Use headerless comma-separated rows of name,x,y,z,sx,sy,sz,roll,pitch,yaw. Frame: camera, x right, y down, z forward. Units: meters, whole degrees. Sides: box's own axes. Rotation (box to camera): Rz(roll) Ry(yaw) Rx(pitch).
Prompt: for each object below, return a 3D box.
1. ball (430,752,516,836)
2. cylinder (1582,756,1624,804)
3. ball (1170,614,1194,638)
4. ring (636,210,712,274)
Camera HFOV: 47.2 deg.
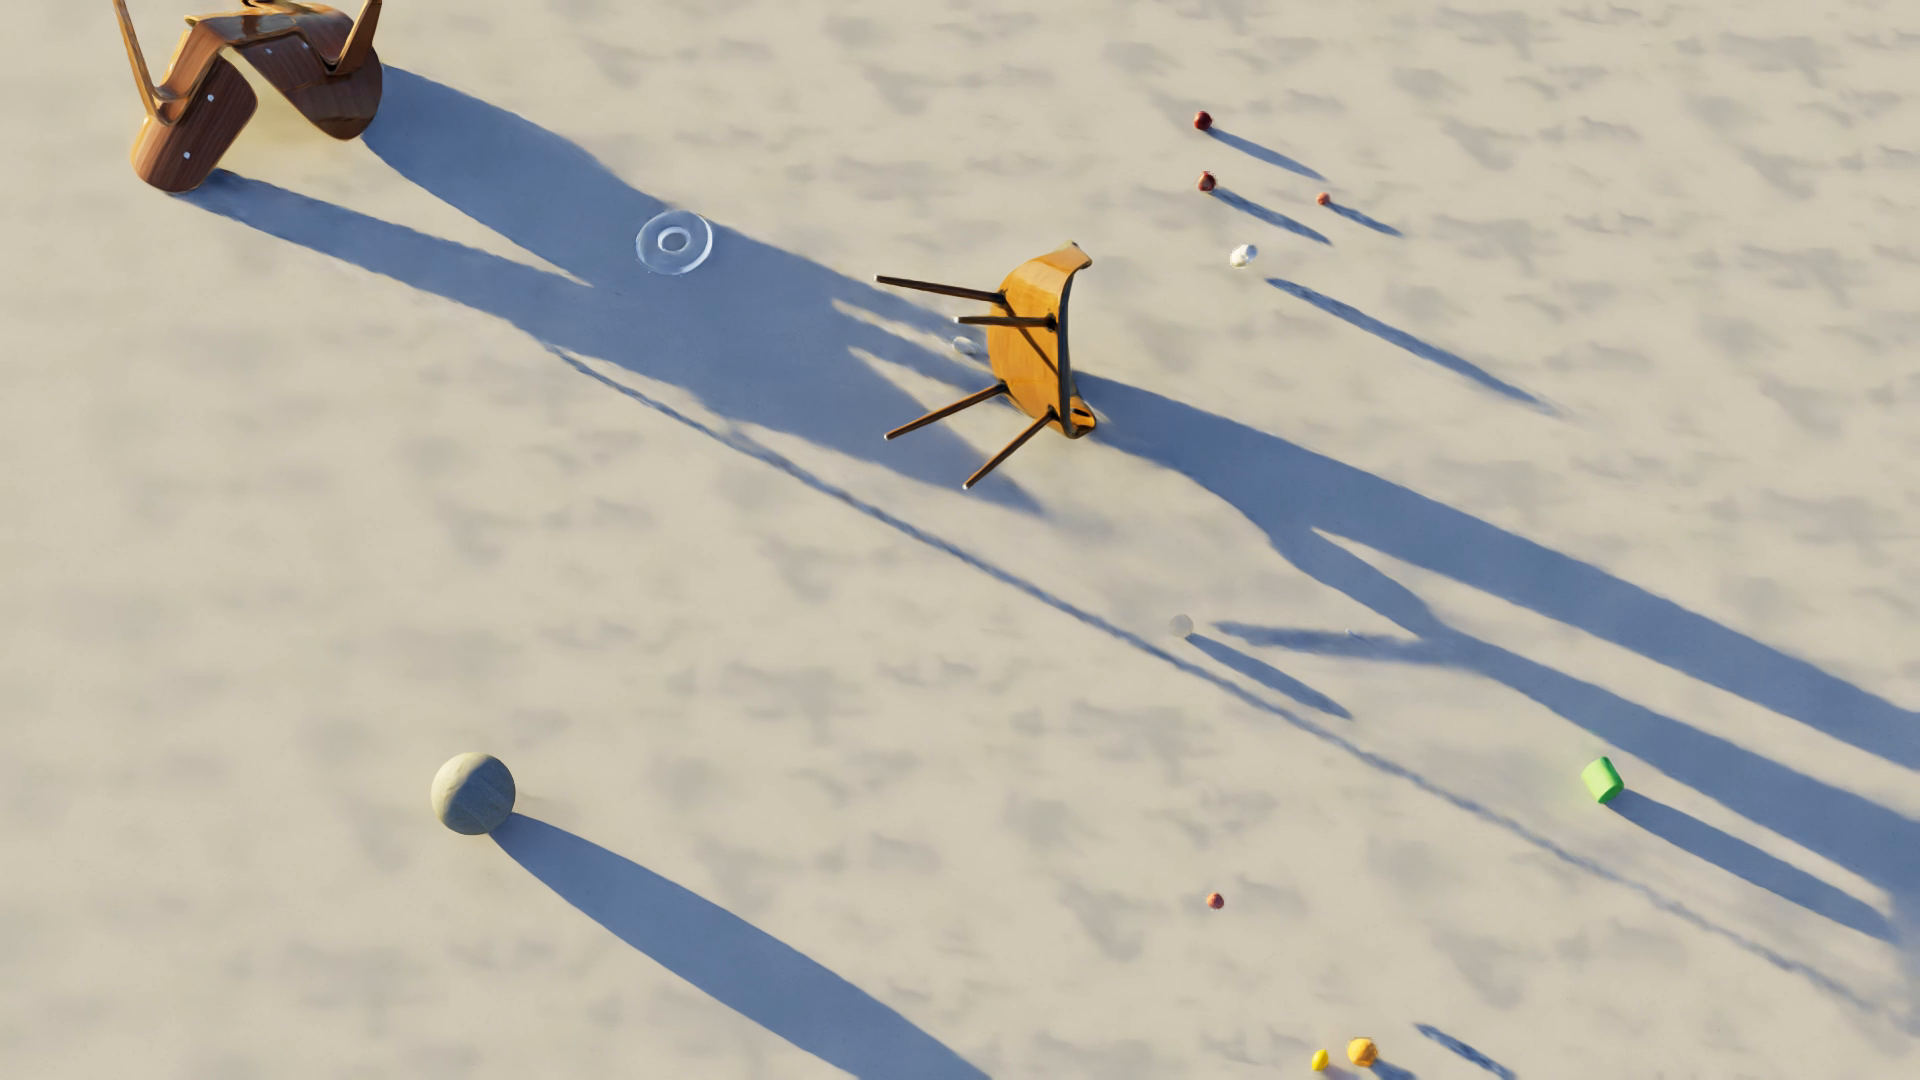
ball,-1.322,0.689,5.975,0.226,0.226,0.226,0,56,0
cylinder,1.775,0.662,6.067,0.072,0.105,0.087,-12,56,-22
ball,0.641,0.249,6.365,0.069,0.069,0.069,0,56,0
ring,-0.934,-0.974,7.188,0.250,0.051,0.256,25,66,15
